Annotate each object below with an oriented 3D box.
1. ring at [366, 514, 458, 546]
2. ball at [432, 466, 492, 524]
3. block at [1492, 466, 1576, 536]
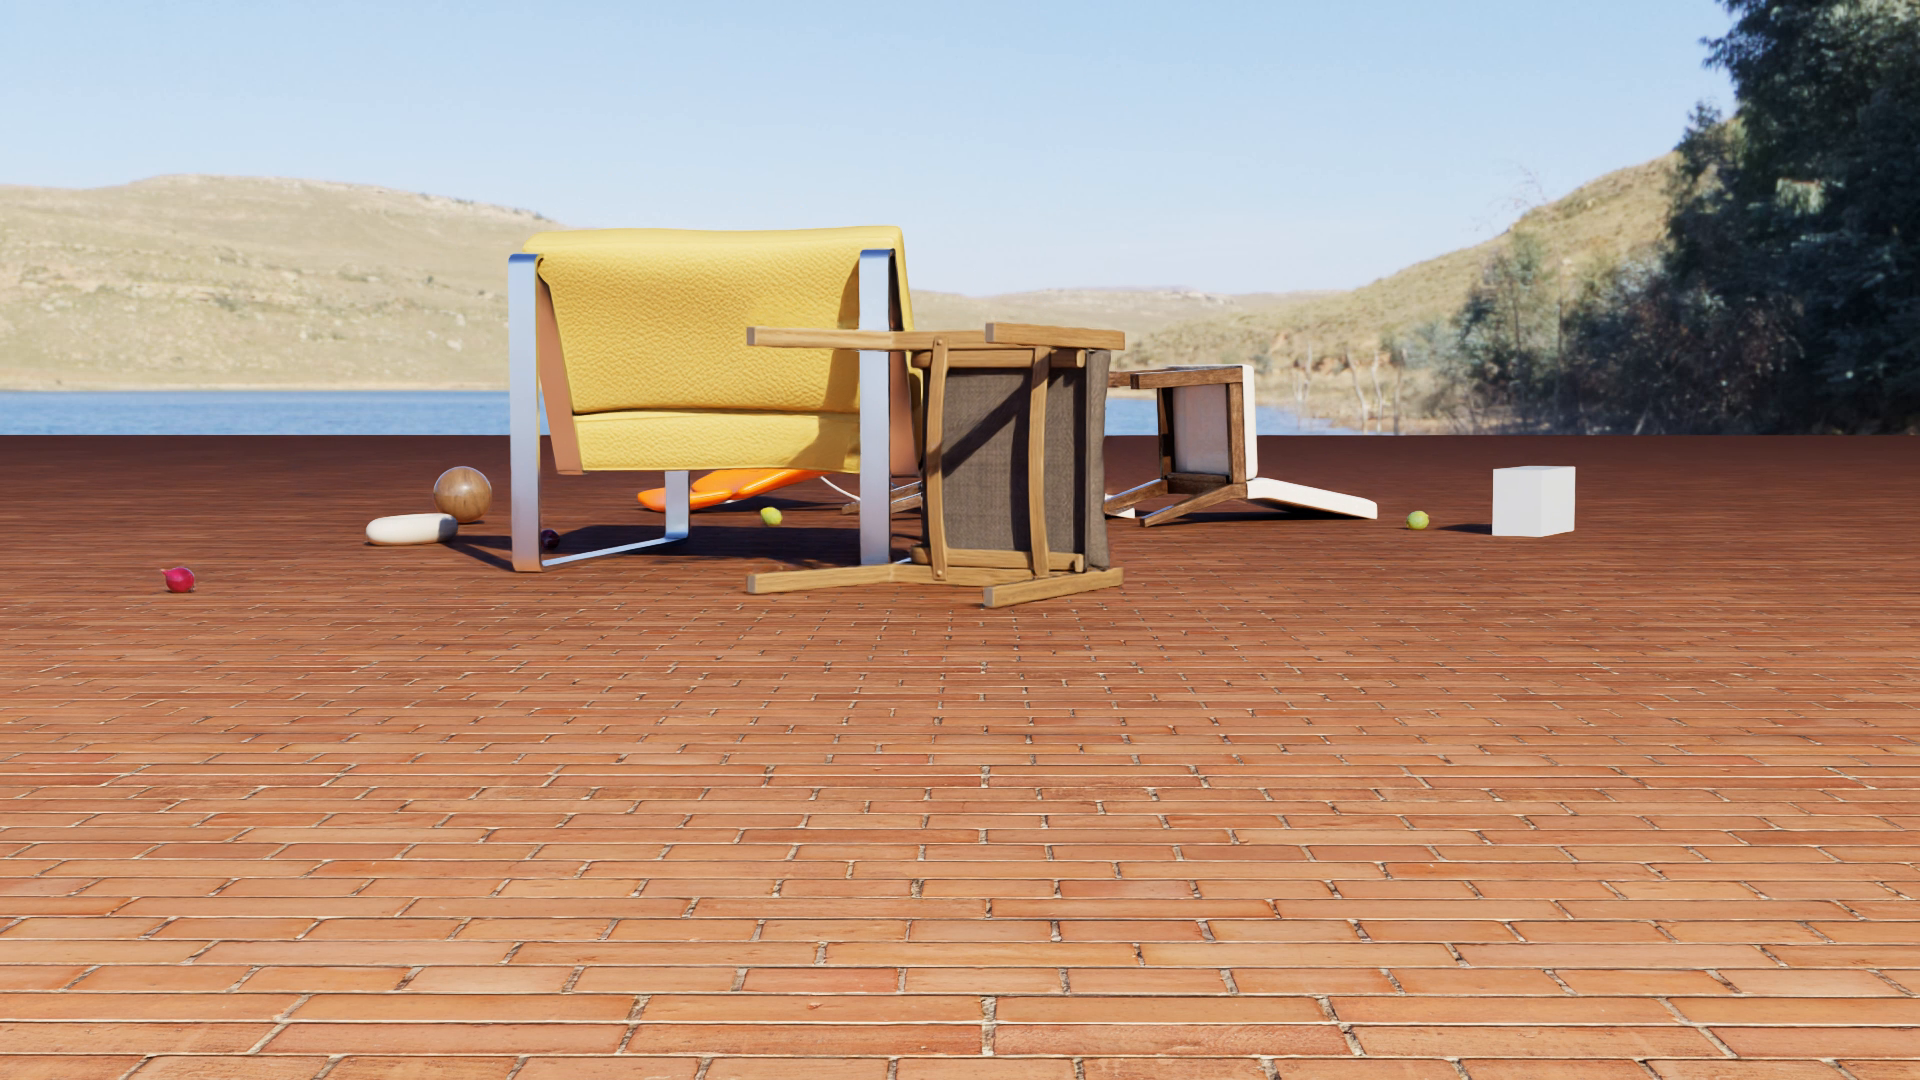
[{"bbox_3d":[-1.598,-0.030,6.420,0.180,0.079,0.360,1,5,25],"label":"ring"},{"bbox_3d":[-1.650,-0.148,7.298,0.192,0.192,0.192,0,4,0],"label":"ball"},{"bbox_3d":[1.794,-0.123,6.867,0.150,0.202,0.357,2,5,31],"label":"block"}]
